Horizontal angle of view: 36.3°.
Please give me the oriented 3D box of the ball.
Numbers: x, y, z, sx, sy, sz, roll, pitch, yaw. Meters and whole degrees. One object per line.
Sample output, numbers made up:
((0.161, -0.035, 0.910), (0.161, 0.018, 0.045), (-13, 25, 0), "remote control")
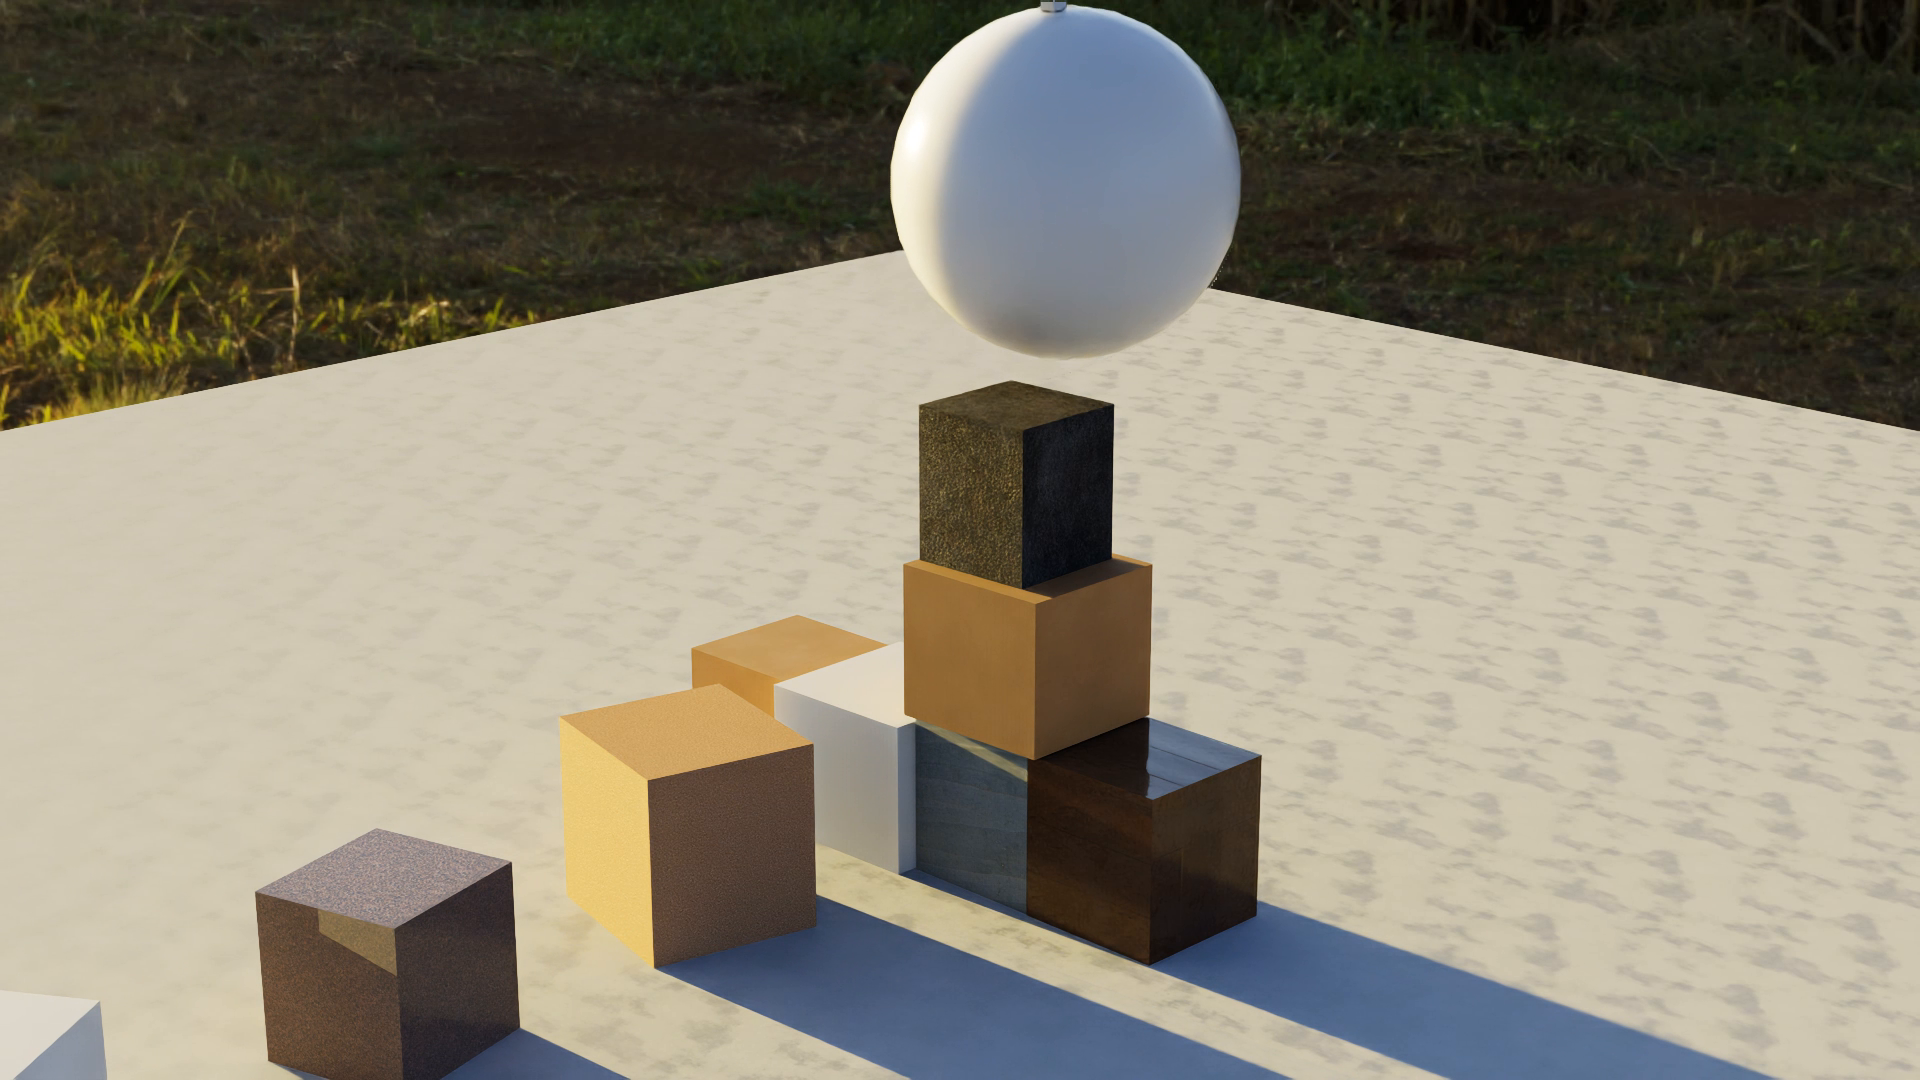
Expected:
((0.481, -1.621, 13.336), (1.600, 1.600, 1.600), (0, 17, 0), "ball")

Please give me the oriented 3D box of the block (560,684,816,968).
((-1.203, 1.242, 12.950), (0.796, 0.865, 0.882), (-11, 20, -30), "block")

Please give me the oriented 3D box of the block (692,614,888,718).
((-0.813, 0.859, 14.455), (0.717, 0.694, 0.706), (16, 24, 42), "block")

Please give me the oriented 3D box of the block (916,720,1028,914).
((0.303, 1.145, 13.410), (0.725, 0.774, 0.702), (-17, 24, -42), "block")

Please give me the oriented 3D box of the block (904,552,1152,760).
((0.302, 0.448, 13.142), (0.798, 0.716, 0.770), (16, 24, 41), "block")

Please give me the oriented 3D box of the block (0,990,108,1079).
((-3.567, 2.075, 10.697), (0.657, 0.627, 0.642), (4, 18, 12), "block")

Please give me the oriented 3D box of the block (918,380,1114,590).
((0.249, -0.255, 12.994), (0.614, 0.715, 0.601), (16, 23, 41), "block")

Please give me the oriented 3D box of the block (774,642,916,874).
((-0.288, 1.017, 13.908), (0.817, 0.721, 0.842), (16, 23, 41), "block")

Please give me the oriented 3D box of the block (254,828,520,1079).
((-2.283, 1.687, 11.749), (0.699, 0.737, 0.728), (10, 20, 28), "block")

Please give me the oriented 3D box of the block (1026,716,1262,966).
((0.808, 1.304, 12.918), (0.720, 0.766, 0.724), (-17, 24, -42), "block")

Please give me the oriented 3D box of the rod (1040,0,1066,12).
((0.208, -4.762, 12.063), (0.080, 5.200, 0.080), (17, 30, 42), "rod")
